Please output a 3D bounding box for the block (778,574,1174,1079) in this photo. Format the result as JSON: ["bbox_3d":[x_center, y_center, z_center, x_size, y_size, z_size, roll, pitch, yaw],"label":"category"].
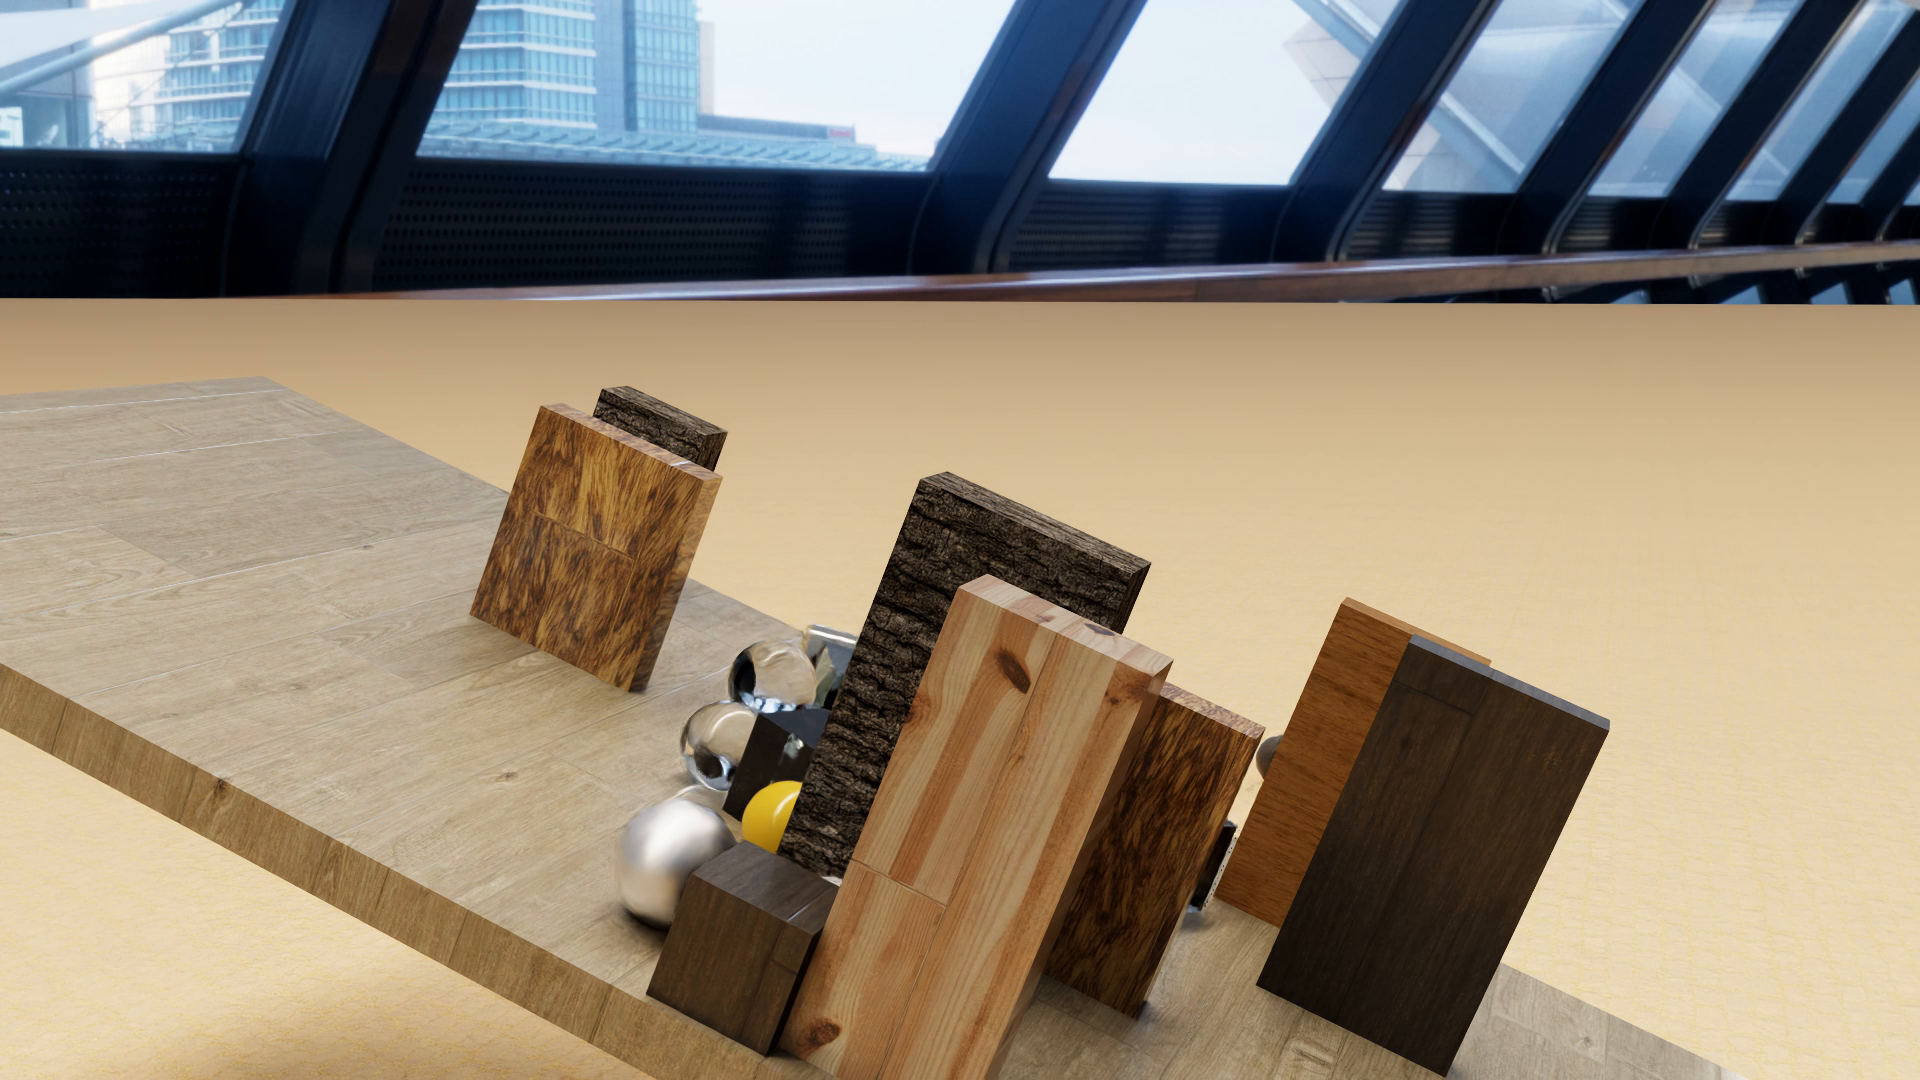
[{"bbox_3d":[0.019,0.456,3.181,0.299,0.746,0.146,24,13,13],"label":"block"}]

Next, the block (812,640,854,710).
[{"bbox_3d":[-0.215,0.346,4.536,0.184,0.184,0.184,18,13,-17],"label":"block"}]

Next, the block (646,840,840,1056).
[{"bbox_3d":[-0.306,0.604,3.280,0.202,0.202,0.202,24,13,13],"label":"block"}]

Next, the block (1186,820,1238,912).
[{"bbox_3d":[0.390,0.612,4.395,0.195,0.195,0.195,32,16,39],"label":"block"}]

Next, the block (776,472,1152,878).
[{"bbox_3d":[-0.018,0.327,3.565,0.368,0.786,0.143,24,13,13],"label":"block"}]

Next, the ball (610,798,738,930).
[{"bbox_3d":[-0.445,0.508,3.446,0.204,0.204,0.204,0,7,0],"label":"ball"}]

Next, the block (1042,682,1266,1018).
[{"bbox_3d":[0.248,0.499,3.834,0.376,0.544,0.105,24,13,13],"label":"block"}]

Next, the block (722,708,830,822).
[{"bbox_3d":[-0.269,0.444,4.014,0.197,0.197,0.197,29,15,31],"label":"block"}]

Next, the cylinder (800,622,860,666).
[{"bbox_3d":[-0.261,0.284,4.718,0.175,0.175,0.175,16,4,-9],"label":"cylinder"}]

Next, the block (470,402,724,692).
[{"bbox_3d":[-0.737,0.012,4.437,0.379,0.462,0.096,24,13,13],"label":"block"}]

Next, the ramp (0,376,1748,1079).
[{"bbox_3d":[-0.309,0.548,4.196,4.000,0.100,2.000,24,13,13],"label":"ramp"}]

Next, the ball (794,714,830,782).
[{"bbox_3d":[-0.239,0.417,4.253,0.163,0.163,0.163,0,7,0],"label":"ball"}]

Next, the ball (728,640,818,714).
[{"bbox_3d":[-0.383,0.294,4.482,0.183,0.183,0.183,0,7,0],"label":"ball"}]

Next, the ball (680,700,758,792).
[{"bbox_3d":[-0.436,0.381,4.073,0.166,0.166,0.166,0,7,0],"label":"ball"}]

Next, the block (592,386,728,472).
[{"bbox_3d":[-0.742,-0.108,5.043,0.270,0.412,0.134,24,13,13],"label":"block"}]

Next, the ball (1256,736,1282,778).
[{"bbox_3d":[1.164,0.800,7.987,0.181,0.181,0.181,0,7,0],"label":"ball"}]

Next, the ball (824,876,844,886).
[{"bbox_3d":[-0.208,0.616,3.483,0.163,0.163,0.163,0,7,0],"label":"ball"}]

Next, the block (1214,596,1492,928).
[{"bbox_3d":[0.795,0.489,4.477,0.314,0.672,0.097,24,13,13],"label":"block"}]

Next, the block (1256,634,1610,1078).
[{"bbox_3d":[0.873,0.585,4.087,0.383,0.723,0.103,24,13,13],"label":"block"}]

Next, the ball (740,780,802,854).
[{"bbox_3d":[-0.298,0.499,3.815,0.164,0.164,0.164,0,7,0],"label":"ball"}]
